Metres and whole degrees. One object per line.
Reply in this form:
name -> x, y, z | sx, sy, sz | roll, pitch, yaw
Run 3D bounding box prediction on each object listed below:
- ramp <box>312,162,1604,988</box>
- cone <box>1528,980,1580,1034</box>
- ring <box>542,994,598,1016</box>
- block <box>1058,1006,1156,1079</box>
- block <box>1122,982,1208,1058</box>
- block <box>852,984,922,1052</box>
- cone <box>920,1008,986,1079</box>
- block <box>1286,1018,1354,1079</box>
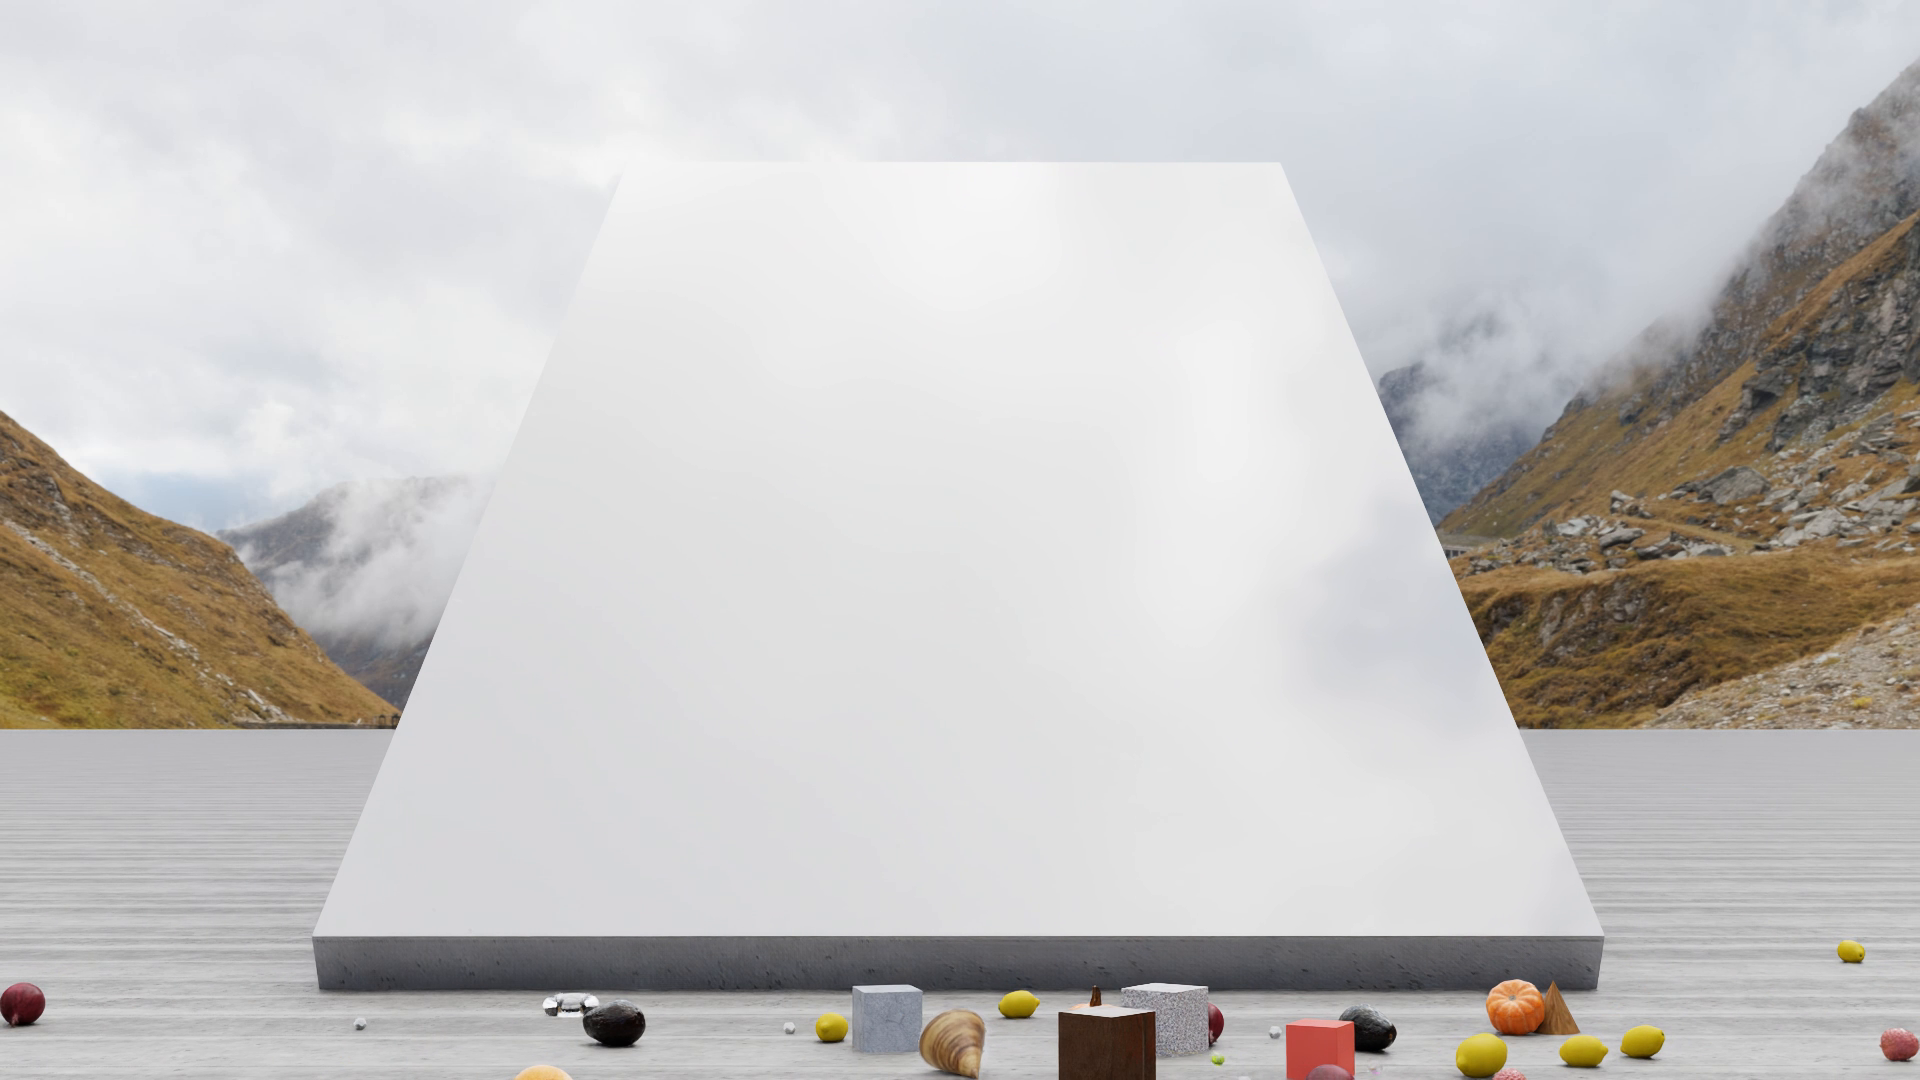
ramp -> -0.010, -0.228, 5.466 | 2.000, 0.100, 4.000 | 0, 26, 0
cone -> 0.800, 0.628, 3.181 | 0.068, 0.068, 0.068 | 0, -4, 0
ring -> -0.555, 0.663, 3.366 | 0.080, 0.027, 0.080 | -1, -3, 0
block -> 0.171, 0.588, 2.740 | 0.080, 0.080, 0.080 | -4, -6, 43
block -> 0.260, 0.608, 2.992 | 0.080, 0.080, 0.080 | -3, -5, 36
block -> -0.093, 0.612, 3.022 | 0.075, 0.075, 0.075 | 1, -5, -14
cone -> 0.006, 0.613, 2.787 | 0.085, 0.085, 0.085 | 2, 23, -24
block -> 0.424, 0.599, 2.774 | 0.062, 0.062, 0.062 | -2, -5, 28
